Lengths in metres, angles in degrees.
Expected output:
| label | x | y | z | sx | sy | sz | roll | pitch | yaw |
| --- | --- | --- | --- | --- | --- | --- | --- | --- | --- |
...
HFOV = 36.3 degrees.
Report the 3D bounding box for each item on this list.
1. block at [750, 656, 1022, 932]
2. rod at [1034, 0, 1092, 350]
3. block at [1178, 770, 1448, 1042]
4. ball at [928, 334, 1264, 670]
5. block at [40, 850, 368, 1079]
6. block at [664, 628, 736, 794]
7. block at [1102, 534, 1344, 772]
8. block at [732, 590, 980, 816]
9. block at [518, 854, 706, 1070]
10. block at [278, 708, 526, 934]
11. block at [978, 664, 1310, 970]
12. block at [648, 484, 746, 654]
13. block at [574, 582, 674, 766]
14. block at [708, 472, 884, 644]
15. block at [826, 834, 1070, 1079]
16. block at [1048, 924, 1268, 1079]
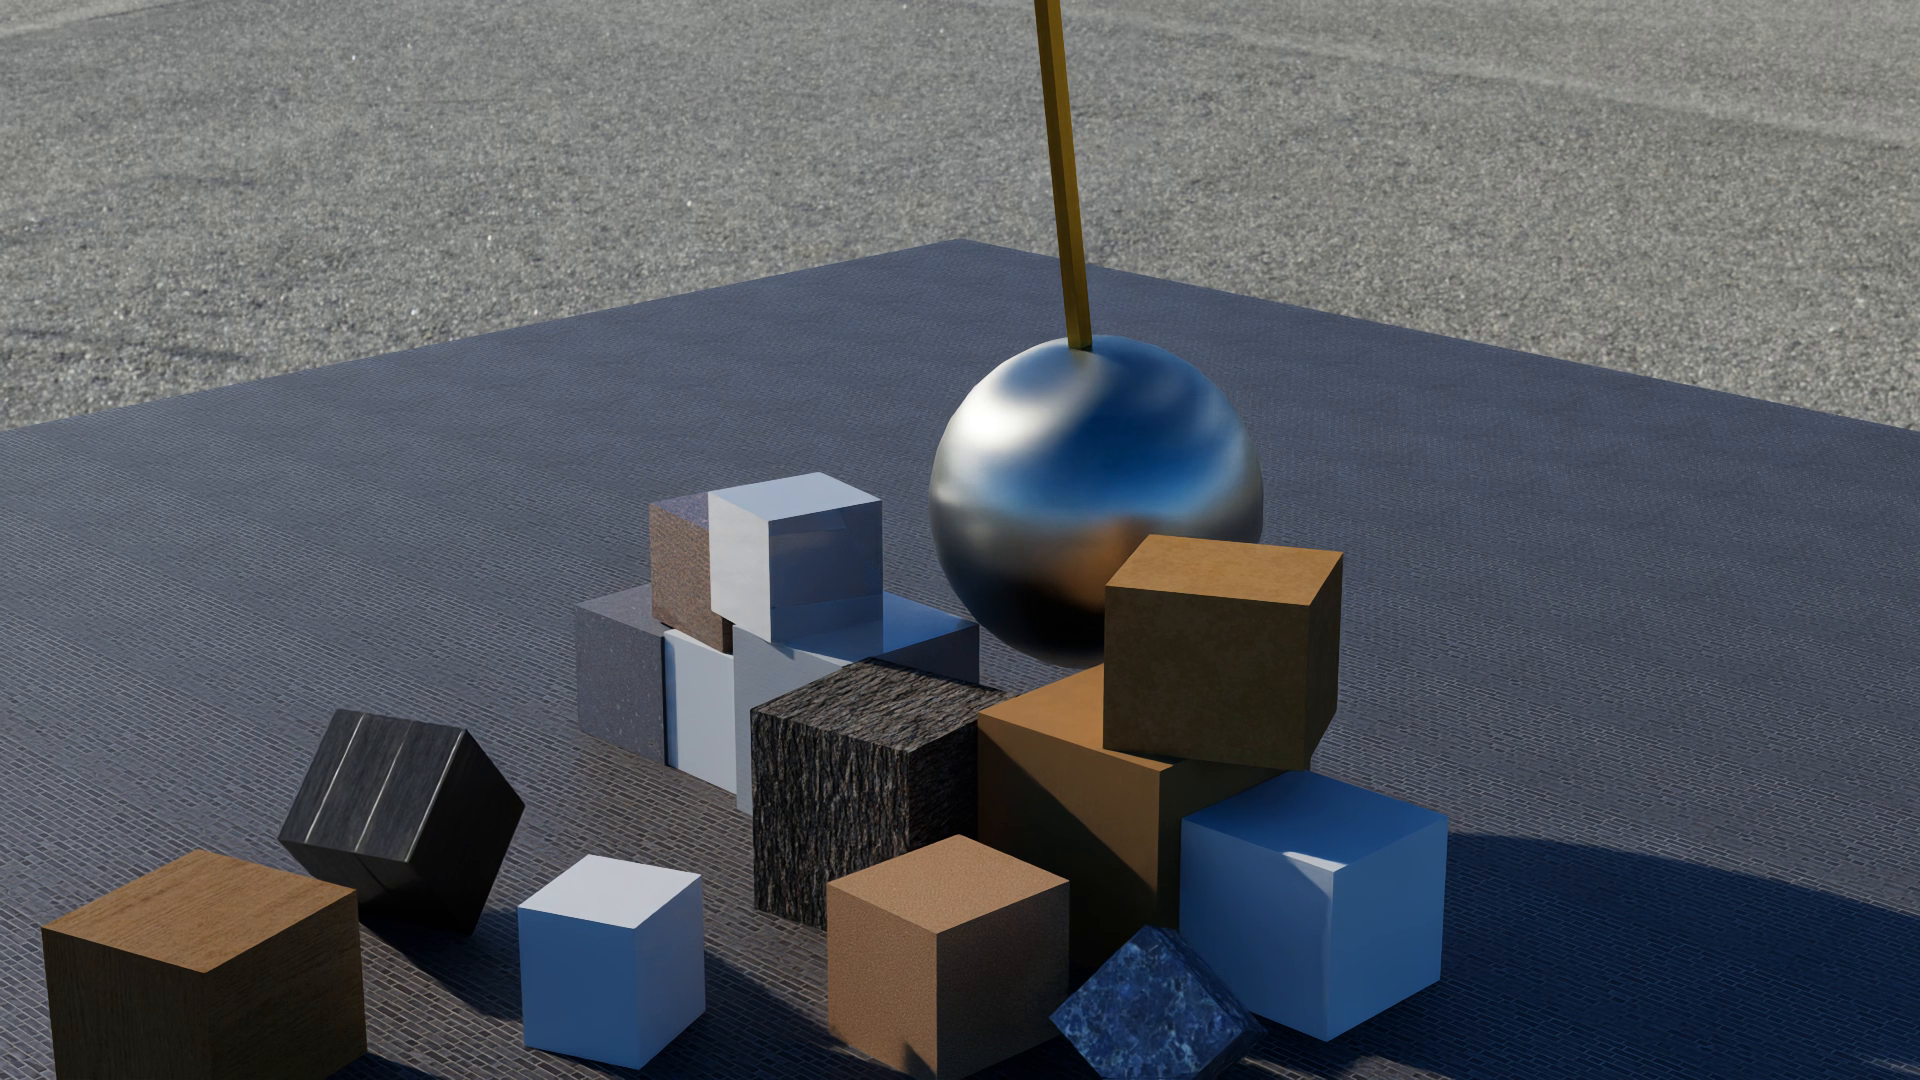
| label | x | y | z | sx | sy | sz | roll | pitch | yaw |
| --- | --- | --- | --- | --- | --- | --- | --- | --- | --- |
| block | -0.316 | 1.168 | 13.042 | 0.872 | 0.951 | 0.849 | 12 | 21 | 34 |
| rod | 0.280 | -3.274 | 12.607 | 0.080 | 5.200 | 0.080 | 17 | 33 | 42 |
| block | 1.476 | 1.509 | 12.293 | 0.785 | 0.749 | 0.790 | 16 | 24 | 41 |
| ball | 0.647 | -0.178 | 13.964 | 1.600 | 1.600 | 1.600 | 0 | 17 | 0 |
| block | -2.954 | 1.772 | 11.519 | 0.833 | 0.712 | 0.857 | 9 | 20 | 28 |
| block | -0.990 | 0.799 | 14.624 | 0.667 | 0.707 | 0.687 | -16 | 23 | -41 |
| block | 1.111 | 0.461 | 12.336 | 0.847 | 0.717 | 0.741 | 5 | 18 | 17 |
| block | -0.494 | 0.851 | 14.068 | 0.869 | 0.941 | 0.788 | -16 | 23 | -41 |
| block | -1.407 | 1.704 | 11.900 | 0.529 | 0.613 | 0.563 | 7 | 19 | 22 |
| block | -2.432 | 1.233 | 12.837 | 0.658 | 0.692 | 0.652 | 7 | 59 | 21 |
| block | 0.803 | 1.206 | 12.833 | 1.008 | 1.003 | 1.051 | 15 | 23 | 40 |
| block | -1.112 | 0.131 | 14.570 | 0.586 | 0.600 | 0.674 | -12 | 21 | -34 |
| block | -1.488 | 0.660 | 15.103 | 0.683 | 0.684 | 0.707 | -16 | 24 | -42 |
| block | -0.783 | 0.075 | 13.972 | 0.618 | 0.596 | 0.572 | -11 | 21 | -32 |
| block | -0.047 | 1.690 | 11.852 | 0.726 | 0.670 | 0.651 | -16 | 23 | -41 |
| block | 0.754 | 1.827 | 11.045 | 0.530 | 0.504 | 0.542 | 47 | 5 | 18 |
